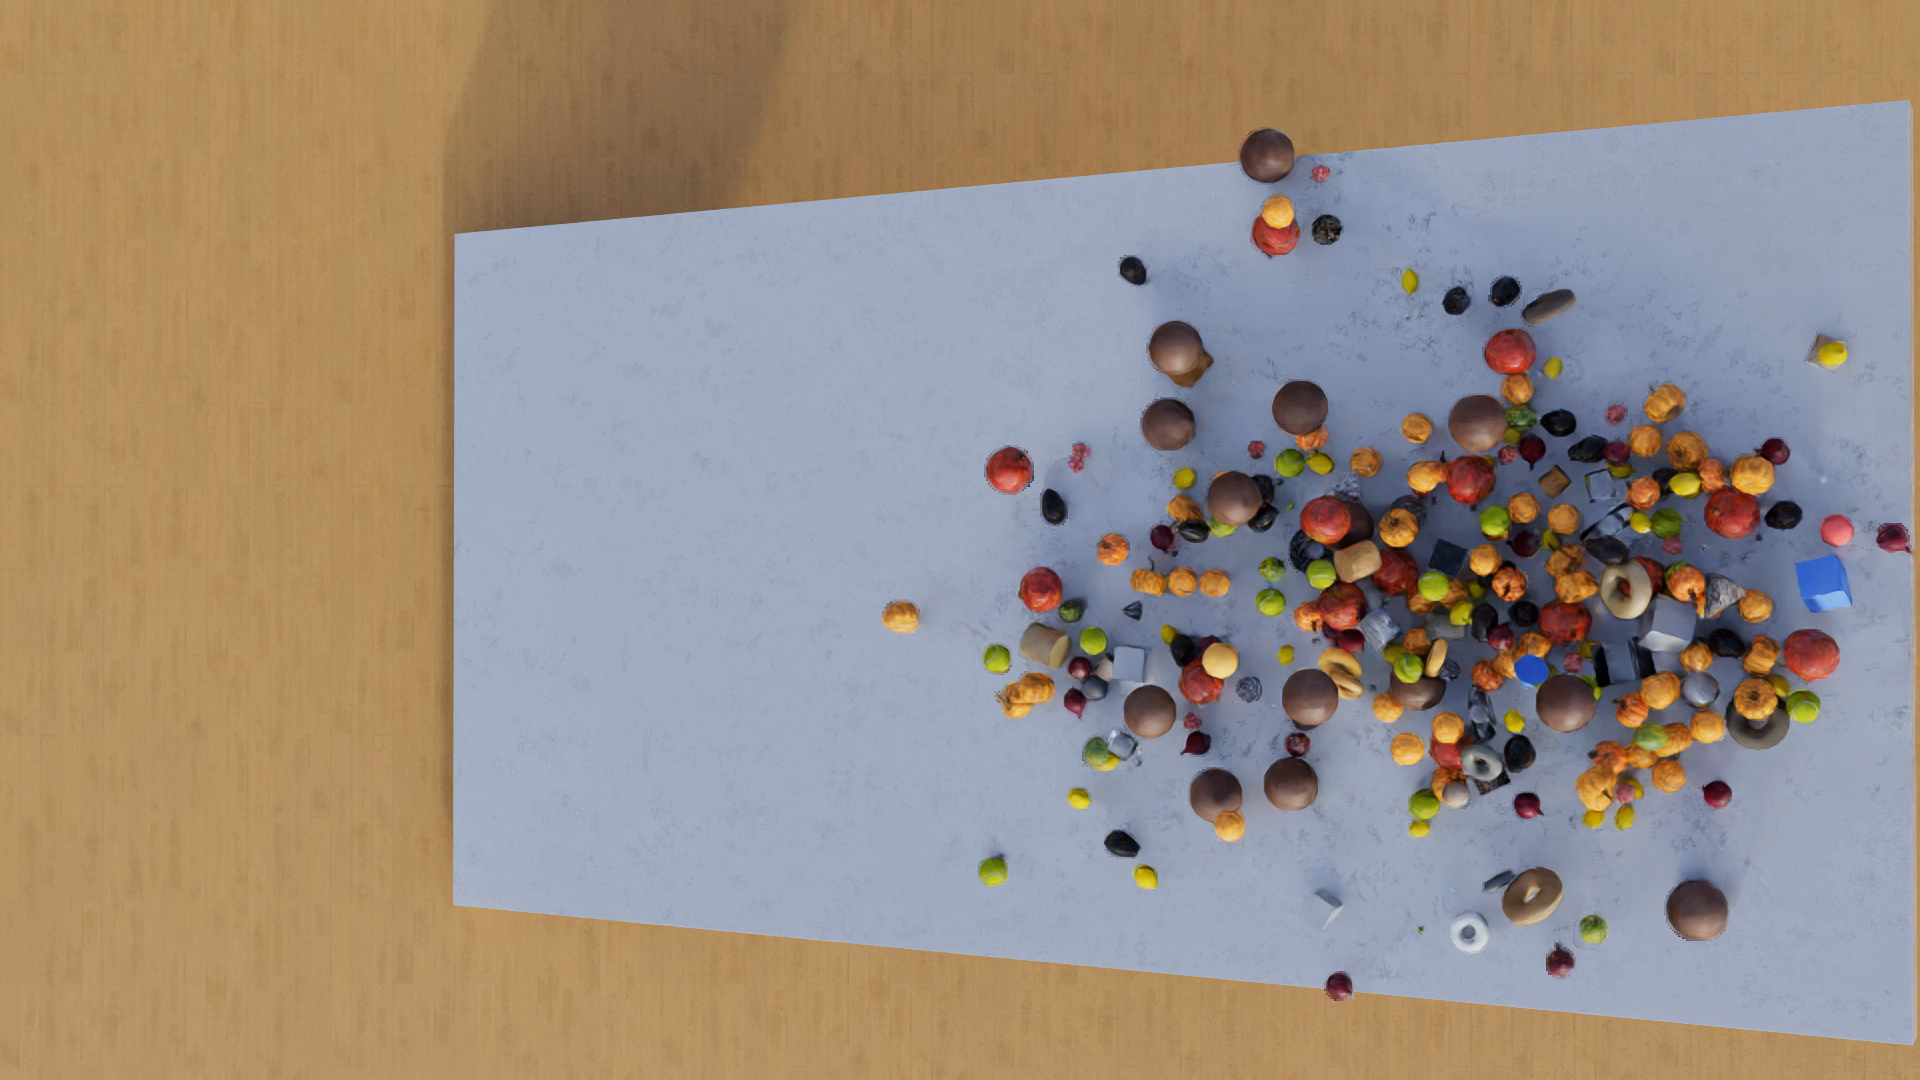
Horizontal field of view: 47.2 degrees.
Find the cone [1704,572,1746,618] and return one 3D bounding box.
[{"bbox_3d":[1.630,0.134,4.745,0.092,0.092,0.092,35,82,0],"label":"cone"}]

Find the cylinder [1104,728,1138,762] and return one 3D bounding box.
[{"bbox_3d":[0.401,0.510,5.469,0.060,0.060,0.060,35,90,-9],"label":"cylinder"}]

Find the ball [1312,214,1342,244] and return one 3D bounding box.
[{"bbox_3d":[0.872,-0.738,5.235,0.071,0.071,0.071,0,89,0],"label":"ball"}]

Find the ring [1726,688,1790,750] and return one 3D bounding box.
[{"bbox_3d":[1.730,0.388,4.772,0.135,0.045,0.135,-4,83,34],"label":"ring"}]

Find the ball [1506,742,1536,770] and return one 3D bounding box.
[{"bbox_3d":[1.278,0.491,5.007,0.064,0.064,0.064,0,89,0],"label":"ball"}]

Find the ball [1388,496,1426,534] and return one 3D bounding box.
[{"bbox_3d":[1.043,-0.060,5.126,0.088,0.088,0.088,0,89,0],"label":"ball"}]

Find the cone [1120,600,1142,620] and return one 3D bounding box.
[{"bbox_3d":[0.416,0.174,5.421,0.050,0.050,0.050,0,89,-26],"label":"cone"}]

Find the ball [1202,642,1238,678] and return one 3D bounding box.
[{"bbox_3d":[0.622,0.287,5.252,0.087,0.087,0.087,0,89,0],"label":"ball"}]

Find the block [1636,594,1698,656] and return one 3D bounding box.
[{"bbox_3d":[1.548,0.187,4.814,0.090,0.090,0.090,17,66,2],"label":"block"}]

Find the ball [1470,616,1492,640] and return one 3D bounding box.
[{"bbox_3d":[1.199,0.203,5.059,0.053,0.053,0.053,0,89,0],"label":"ball"}]

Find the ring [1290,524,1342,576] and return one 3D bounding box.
[{"bbox_3d":[0.848,0.024,5.248,0.123,0.041,0.123,0,91,15],"label":"ring"}]

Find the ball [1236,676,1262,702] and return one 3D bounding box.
[{"bbox_3d":[0.700,0.362,5.321,0.063,0.063,0.063,0,89,0],"label":"ball"}]

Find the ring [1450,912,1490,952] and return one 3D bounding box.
[{"bbox_3d":[1.176,0.904,5.077,0.093,0.031,0.093,0,90,27],"label":"ring"}]

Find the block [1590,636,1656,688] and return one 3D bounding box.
[{"bbox_3d":[1.470,0.269,4.876,0.093,0.093,0.093,-17,81,44],"label":"block"}]

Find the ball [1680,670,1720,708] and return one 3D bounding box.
[{"bbox_3d":[1.601,0.324,4.760,0.081,0.081,0.081,0,89,0],"label":"ball"}]

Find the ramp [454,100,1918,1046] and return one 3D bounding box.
[{"bbox_3d":[0.275,0.077,5.646,4.000,0.100,2.000,0,89,28],"label":"ramp"}]

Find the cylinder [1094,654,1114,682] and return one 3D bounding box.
[{"bbox_3d":[0.371,0.320,5.504,0.052,0.052,0.052,38,106,0],"label":"cylinder"}]

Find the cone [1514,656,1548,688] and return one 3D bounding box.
[{"bbox_3d":[1.281,0.313,4.959,0.077,0.077,0.077,0,54,1],"label":"cone"}]

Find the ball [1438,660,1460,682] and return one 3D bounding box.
[{"bbox_3d":[1.118,0.299,5.030,0.050,0.050,0.050,0,89,0],"label":"ball"}]

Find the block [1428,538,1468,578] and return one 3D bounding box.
[{"bbox_3d":[1.126,0.042,5.078,0.069,0.069,0.069,22,94,13],"label":"block"}]

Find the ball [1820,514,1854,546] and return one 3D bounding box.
[{"bbox_3d":[1.870,-0.020,4.691,0.067,0.067,0.067,0,89,0],"label":"ball"}]

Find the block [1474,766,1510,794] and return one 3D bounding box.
[{"bbox_3d":[1.216,0.543,5.042,0.060,0.060,0.060,-30,75,24],"label":"block"}]

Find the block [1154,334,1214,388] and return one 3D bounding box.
[{"bbox_3d":[0.549,-0.439,5.396,0.090,0.090,0.090,46,110,21],"label":"block"}]

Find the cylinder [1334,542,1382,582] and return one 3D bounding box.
[{"bbox_3d":[0.919,0.049,5.085,0.079,0.079,0.079,-12,89,-29],"label":"cylinder"}]

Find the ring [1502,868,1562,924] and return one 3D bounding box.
[{"bbox_3d":[1.290,0.803,4.957,0.149,0.149,0.050,-45,110,0],"label":"ring"}]

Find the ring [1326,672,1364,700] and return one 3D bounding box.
[{"bbox_3d":[0.907,0.344,5.190,0.094,0.094,0.031,25,64,0],"label":"ring"}]

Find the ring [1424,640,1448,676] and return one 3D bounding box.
[{"bbox_3d":[1.081,0.269,4.997,0.031,0.092,0.092,21,89,7],"label":"ring"}]

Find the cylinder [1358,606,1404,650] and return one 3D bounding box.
[{"bbox_3d":[0.973,0.203,5.085,0.073,0.073,0.073,-36,73,0],"label":"cylinder"}]

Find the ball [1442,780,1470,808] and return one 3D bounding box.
[{"bbox_3d":[1.127,0.578,5.000,0.062,0.062,0.062,0,89,0],"label":"ball"}]

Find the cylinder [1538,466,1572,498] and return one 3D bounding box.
[{"bbox_3d":[1.347,-0.132,4.982,0.054,0.054,0.054,46,111,0],"label":"cylinder"}]

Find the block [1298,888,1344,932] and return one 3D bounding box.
[{"bbox_3d":[0.859,0.879,5.228,0.066,0.066,0.066,35,105,24],"label":"block"}]

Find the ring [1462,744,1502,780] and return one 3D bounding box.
[{"bbox_3d":[1.167,0.497,4.922,0.097,0.097,0.032,46,50,0],"label":"ring"}]

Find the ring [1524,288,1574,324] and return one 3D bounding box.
[{"bbox_3d":[1.310,-0.520,4.893,0.121,0.121,0.040,-30,93,0],"label":"ring"}]

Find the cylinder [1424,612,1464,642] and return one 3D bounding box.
[{"bbox_3d":[1.117,0.200,5.071,0.069,0.069,0.069,-1,89,-12],"label":"cylinder"}]

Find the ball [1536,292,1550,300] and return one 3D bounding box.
[{"bbox_3d":[1.333,-0.537,4.995,0.050,0.050,0.050,0,89,0],"label":"ball"}]

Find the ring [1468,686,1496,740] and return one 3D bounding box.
[{"bbox_3d":[1.188,0.394,5.006,0.041,0.123,0.123,-9,89,28],"label":"ring"}]

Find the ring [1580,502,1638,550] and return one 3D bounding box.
[{"bbox_3d":[1.441,-0.031,4.883,0.143,0.143,0.048,-36,81,0],"label":"ring"}]

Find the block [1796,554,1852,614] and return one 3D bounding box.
[{"bbox_3d":[1.838,0.094,4.680,0.084,0.084,0.084,-16,59,30],"label":"block"}]

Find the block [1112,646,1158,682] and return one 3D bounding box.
[{"bbox_3d":[0.433,0.308,5.454,0.082,0.082,0.082,7,92,28],"label":"block"}]

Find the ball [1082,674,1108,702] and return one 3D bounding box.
[{"bbox_3d":[0.338,0.370,5.514,0.068,0.068,0.068,0,89,0],"label":"ball"}]

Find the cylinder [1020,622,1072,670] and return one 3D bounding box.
[{"bbox_3d":[0.216,0.266,5.548,0.093,0.093,0.093,24,89,32],"label":"cylinder"}]

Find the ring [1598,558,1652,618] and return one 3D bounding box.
[{"bbox_3d":[1.443,0.105,4.773,0.045,0.134,0.134,-5,89,-30],"label":"ring"}]

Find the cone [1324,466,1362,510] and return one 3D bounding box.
[{"bbox_3d":[0.924,-0.137,5.216,0.096,0.096,0.096,23,72,0],"label":"cone"}]

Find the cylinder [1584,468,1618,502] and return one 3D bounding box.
[{"bbox_3d":[1.415,-0.121,4.857,0.060,0.060,0.060,-11,80,0],"label":"cylinder"}]

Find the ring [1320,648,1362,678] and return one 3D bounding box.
[{"bbox_3d":[0.899,0.298,5.204,0.105,0.105,0.035,37,53,0],"label":"ring"}]
